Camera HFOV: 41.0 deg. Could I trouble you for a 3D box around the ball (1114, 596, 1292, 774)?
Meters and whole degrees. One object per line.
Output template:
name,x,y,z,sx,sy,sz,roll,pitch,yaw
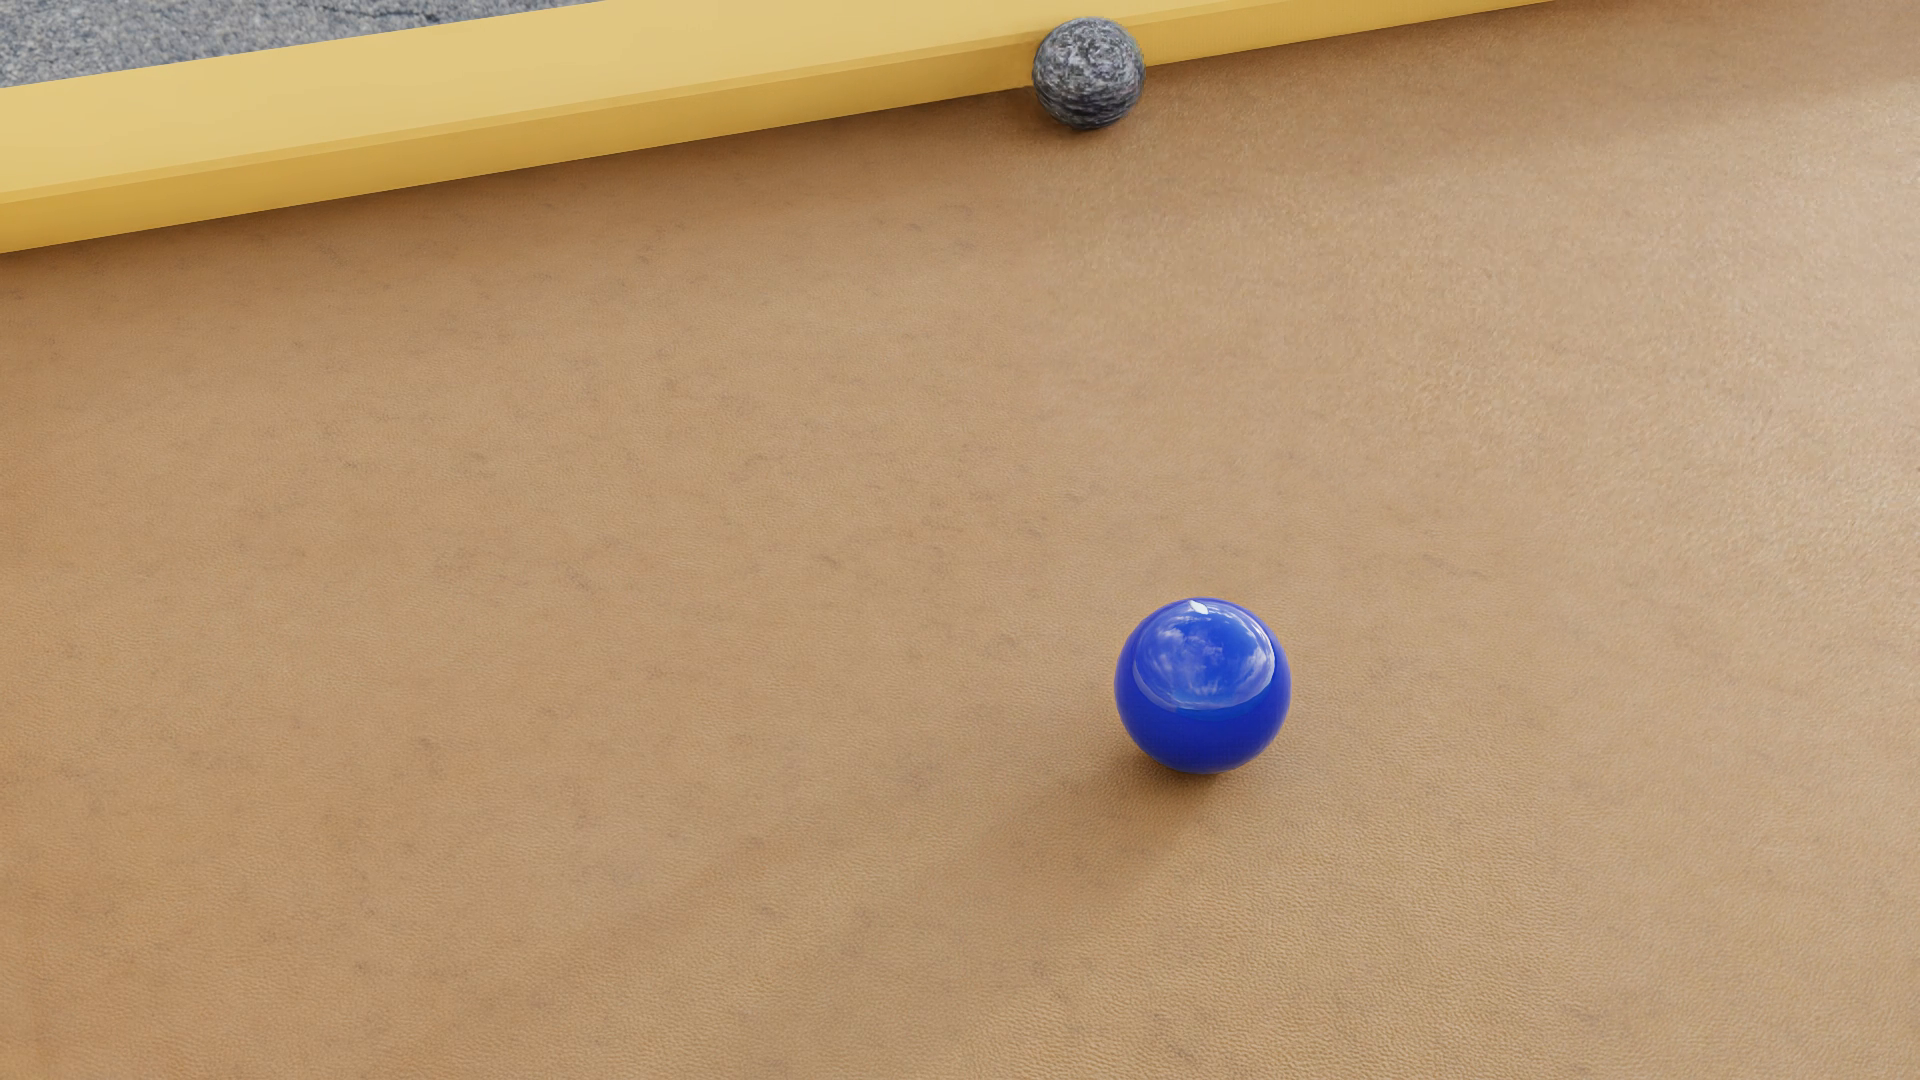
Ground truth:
ball,0.135,0.081,1.430,0.099,0.099,0.099,0,35,0

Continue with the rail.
rail,0.373,-0.496,2.227,2.569,0.129,0.045,-12,37,-17

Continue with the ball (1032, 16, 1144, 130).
ball,0.105,-0.381,2.098,0.091,0.091,0.091,0,35,0
